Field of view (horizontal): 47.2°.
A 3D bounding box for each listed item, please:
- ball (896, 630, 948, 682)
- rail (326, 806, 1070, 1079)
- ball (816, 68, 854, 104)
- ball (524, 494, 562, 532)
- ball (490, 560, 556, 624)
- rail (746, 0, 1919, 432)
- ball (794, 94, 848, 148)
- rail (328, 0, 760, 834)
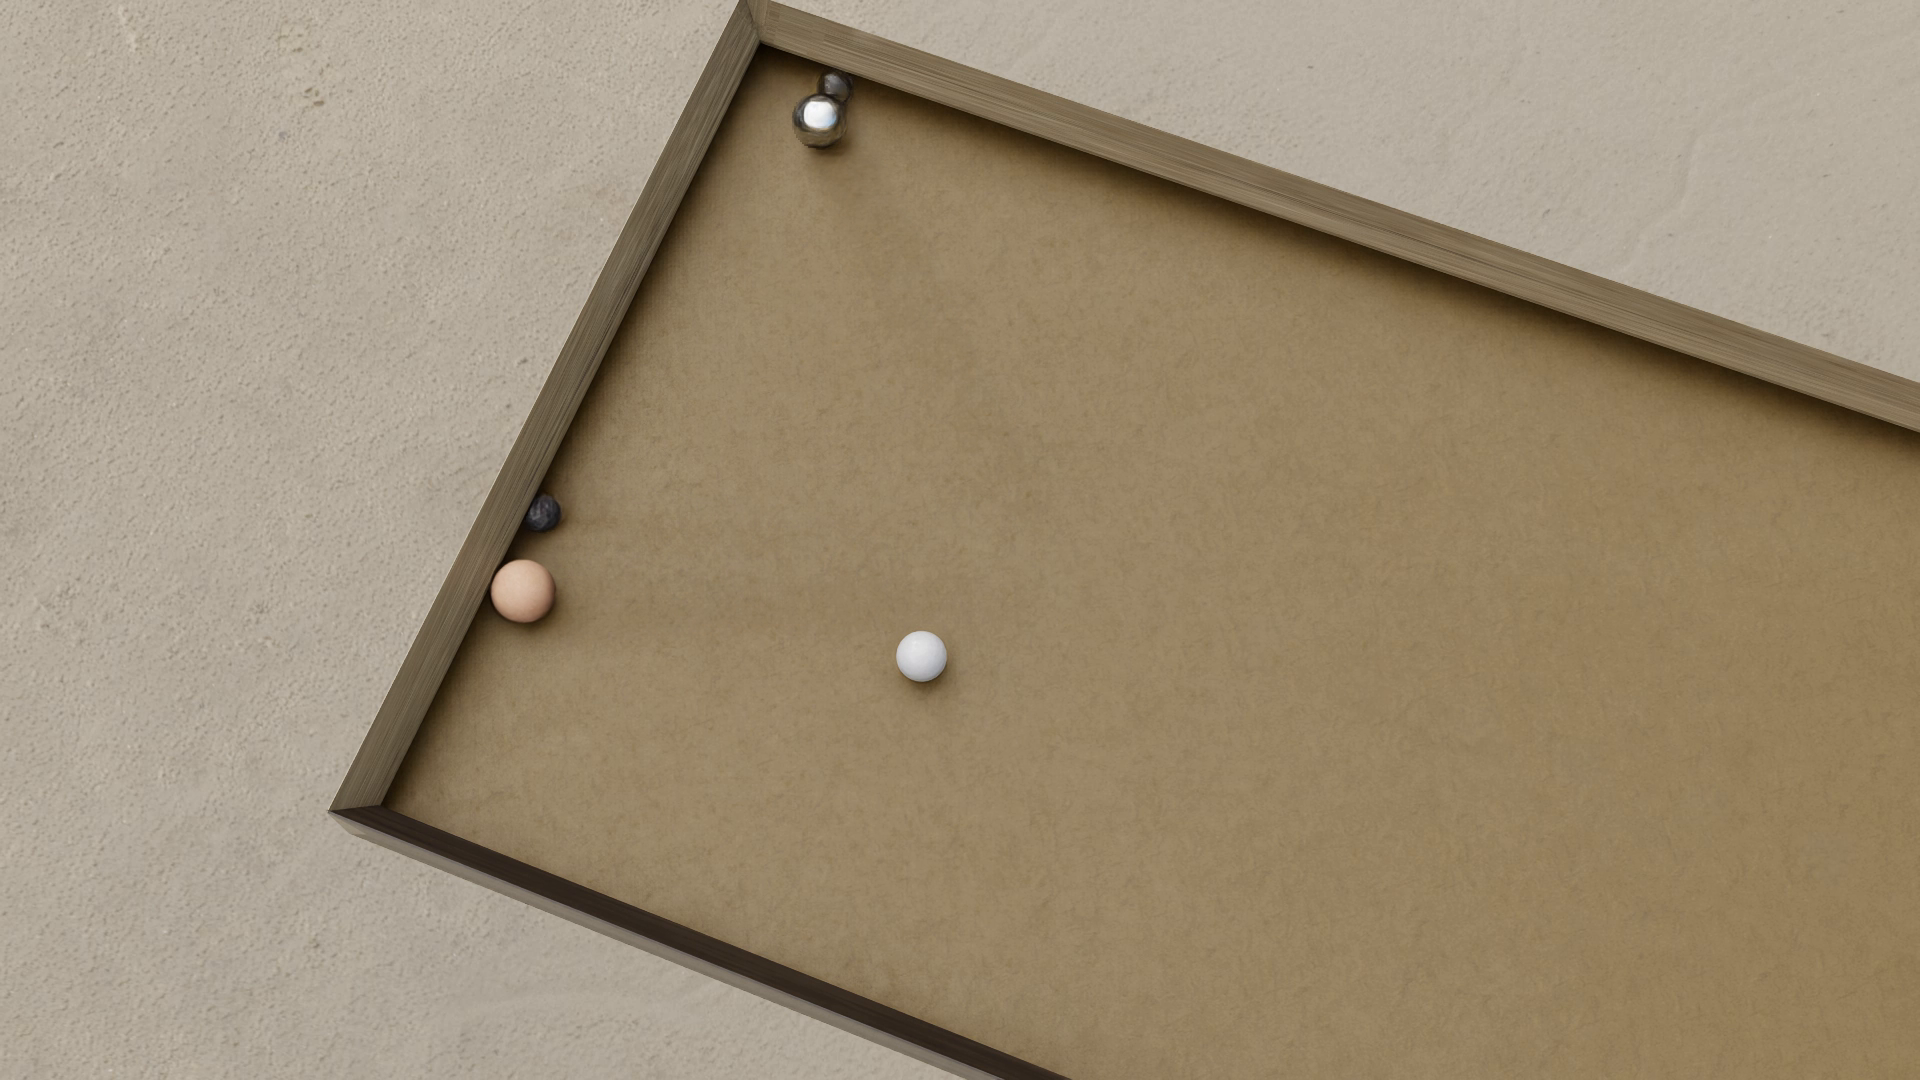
[{"bbox_3d":[-0.059,0.180,3.396,0.079,0.079,0.079,0,69,0],"label":"ball"},{"bbox_3d":[0.377,0.872,3.098,2.782,0.129,0.045,20,70,8],"label":"rail"},{"bbox_3d":[-0.215,-0.778,3.778,0.064,0.064,0.064,0,69,0],"label":"ball"},{"bbox_3d":[-0.663,-0.043,3.494,0.058,0.058,0.058,0,69,0],"label":"ball"},{"bbox_3d":[-0.680,0.080,3.424,0.100,0.100,0.100,0,69,0],"label":"ball"},{"bbox_3d":[0.918,-0.418,3.602,2.782,0.129,0.045,20,70,8],"label":"rail"},{"bbox_3d":[-0.237,-0.713,3.739,0.090,0.090,0.090,0,69,0],"label":"ball"},{"bbox_3d":[-0.626,-0.237,3.531,0.045,0.129,1.534,20,70,8],"label":"rail"}]
